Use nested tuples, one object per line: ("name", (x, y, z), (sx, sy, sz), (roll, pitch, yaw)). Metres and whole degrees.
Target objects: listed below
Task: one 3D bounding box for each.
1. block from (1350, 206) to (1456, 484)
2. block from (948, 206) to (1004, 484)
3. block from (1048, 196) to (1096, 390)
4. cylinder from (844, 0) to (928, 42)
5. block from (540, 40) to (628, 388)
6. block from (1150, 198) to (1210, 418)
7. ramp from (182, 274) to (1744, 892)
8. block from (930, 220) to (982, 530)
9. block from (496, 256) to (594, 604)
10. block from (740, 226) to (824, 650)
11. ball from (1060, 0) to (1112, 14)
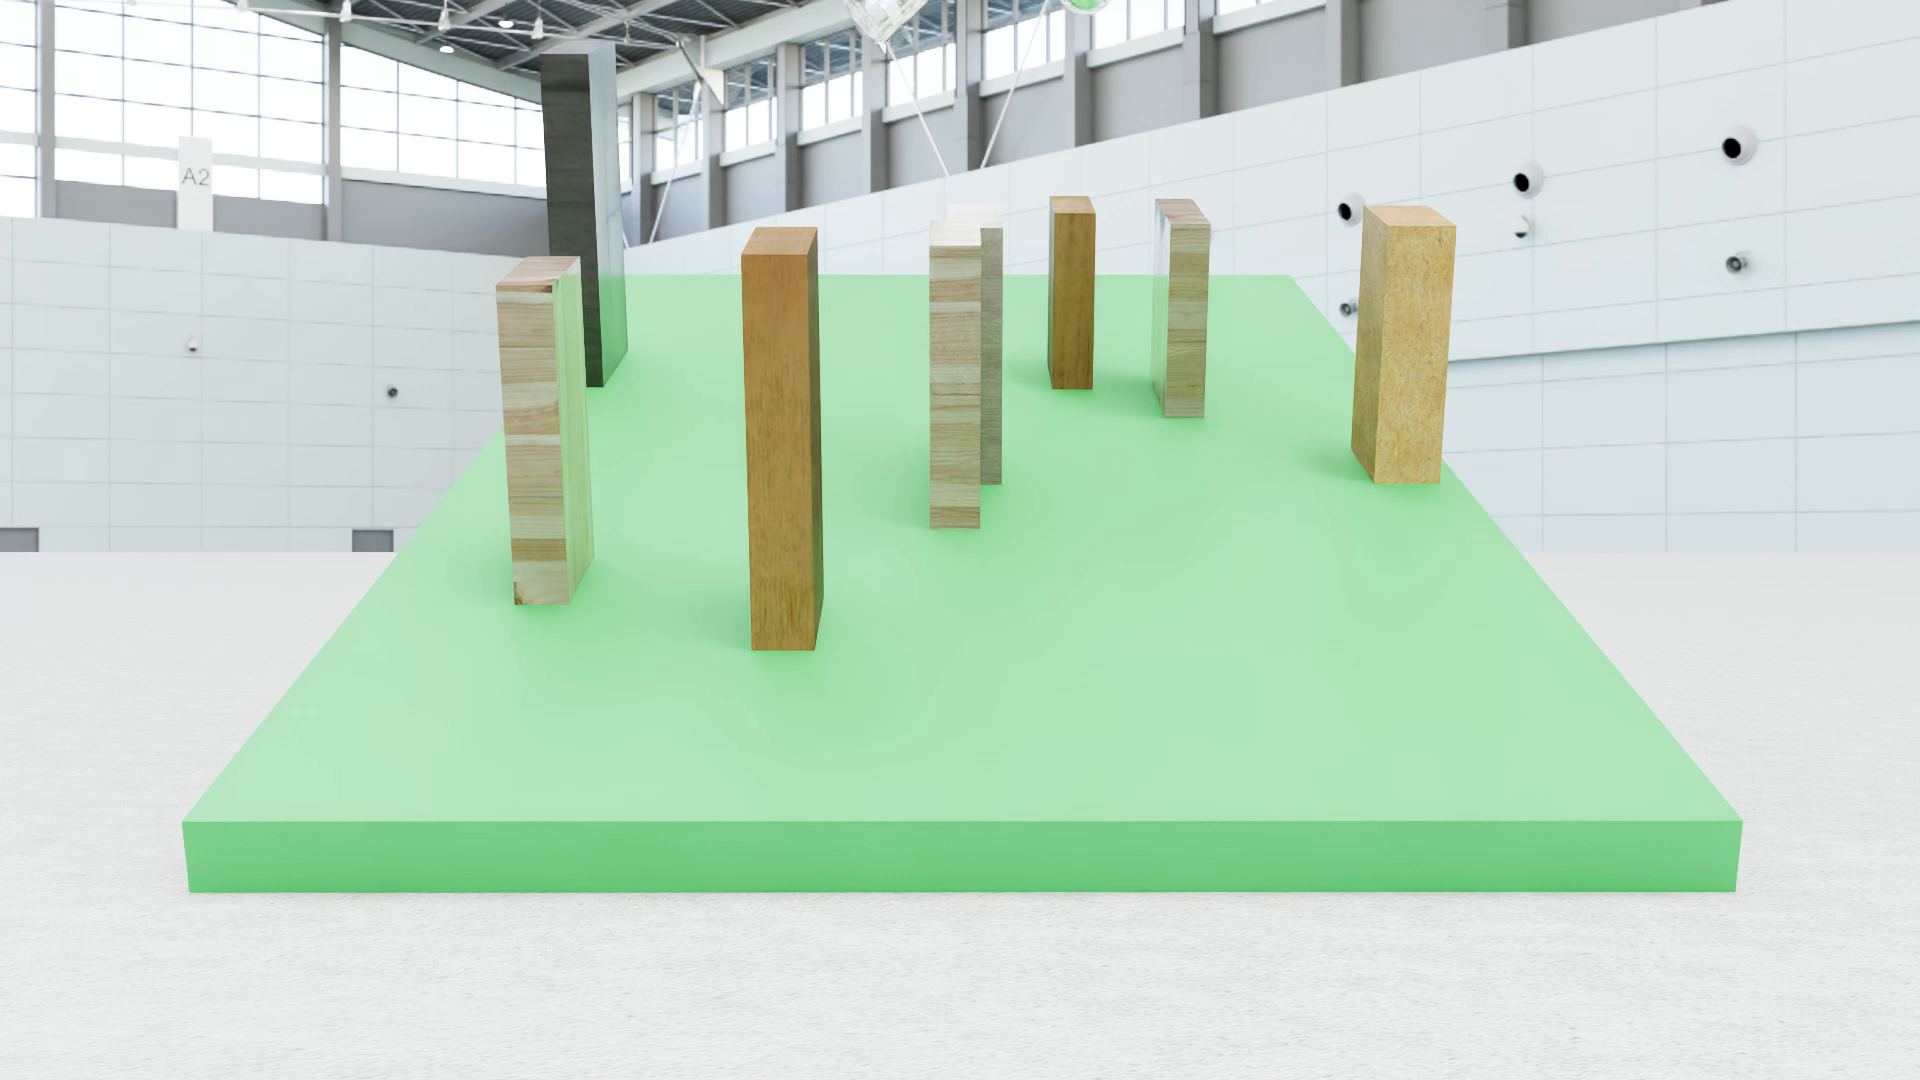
("block", (0.887, -0.397, 4.461), (0.131, 0.513, 0.270), (0, 17, 0))
("block", (0.029, -0.396, 4.463), (0.107, 0.510, 0.299), (0, 17, 0))
("block", (0.263, -0.592, 5.277), (0.095, 0.412, 0.283), (0, 17, 0))
("cylinder", (-0.217, -1.567, 6.433), (0.174, 0.174, 0.174), (-43, 7, -8))
("block", (-0.893, -0.787, 5.304), (0.110, 0.768, 0.412), (0, 17, 0))
("block", (0.499, -0.533, 5.052), (0.087, 0.432, 0.380), (0, 17, 0))
("ramp", (-0.003, -0.171, 4.771), (2.000, 0.100, 4.000), (0, 17, 0))
("block", (-0.009, -0.314, 4.160), (0.093, 0.527, 0.292), (0, 17, 0))
("block", (-0.693, -0.188, 3.730), (0.090, 0.534, 0.274), (0, 17, 0))
("block", (-0.276, -0.164, 3.499), (0.098, 0.621, 0.267), (0, 17, 0))
("ball", (0.348, -1.542, 6.130), (0.176, 0.176, 0.176), (0, 0, 0))
